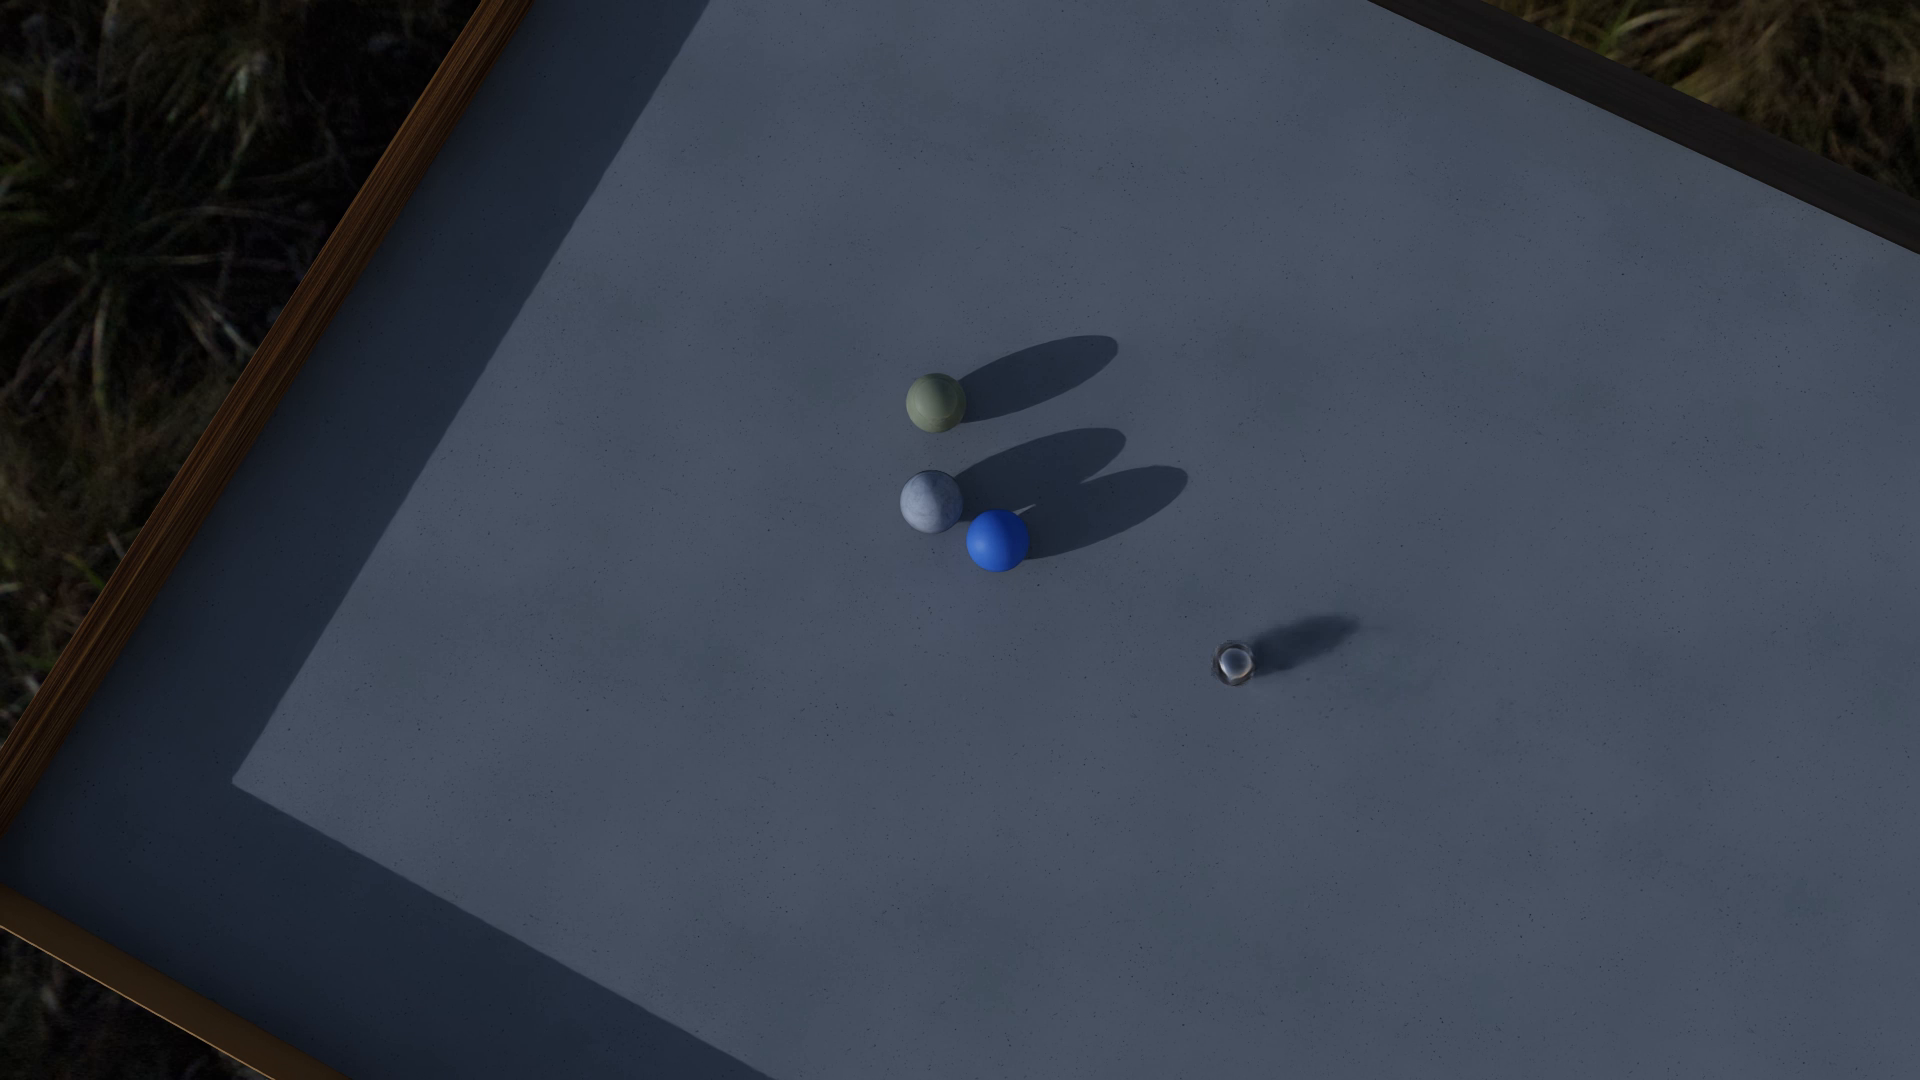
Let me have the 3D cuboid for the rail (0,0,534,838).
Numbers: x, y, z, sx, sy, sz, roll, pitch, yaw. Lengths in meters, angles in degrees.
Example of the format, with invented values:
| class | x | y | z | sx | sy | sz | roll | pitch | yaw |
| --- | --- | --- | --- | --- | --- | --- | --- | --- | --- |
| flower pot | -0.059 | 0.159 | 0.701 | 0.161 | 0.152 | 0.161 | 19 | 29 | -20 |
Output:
| class | x | y | z | sx | sy | sz | roll | pitch | yaw |
| --- | --- | --- | --- | --- | --- | --- | --- | --- | --- |
| rail | -0.929 | -0.474 | 3.445 | 0.045 | 0.128 | 2.299 | 27 | 77 | 7 |

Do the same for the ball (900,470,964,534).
| class | x | y | z | sx | sy | sz | roll | pitch | yaw |
| --- | --- | --- | --- | --- | --- | --- | --- | --- | --- |
| ball | -0.043 | -0.058 | 3.350 | 0.098 | 0.098 | 0.098 | 0 | 75 | 0 |

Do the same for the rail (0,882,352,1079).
| class | x | y | z | sx | sy | sz | roll | pitch | yaw |
| --- | --- | --- | --- | --- | --- | --- | --- | --- | --- |
| rail | 0.428 | 1.439 | 2.931 | 4.288 | 0.128 | 0.045 | 27 | 77 | 7 |

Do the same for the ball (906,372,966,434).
| class | x | y | z | sx | sy | sz | roll | pitch | yaw |
| --- | --- | --- | --- | --- | --- | --- | --- | --- | --- |
| ball | -0.037 | -0.211 | 3.393 | 0.094 | 0.094 | 0.094 | 0 | 75 | 0 |

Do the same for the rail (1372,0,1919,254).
| class | x | y | z | sx | sy | sz | roll | pitch | yaw |
| --- | --- | --- | --- | --- | --- | --- | --- | --- | --- |
| rail | 1.472 | -0.487 | 3.449 | 4.288 | 0.128 | 0.045 | 27 | 77 | 7 |

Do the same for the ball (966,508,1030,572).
| class | x | y | z | sx | sy | sz | roll | pitch | yaw |
| --- | --- | --- | --- | --- | --- | --- | --- | --- | --- |
| ball | 0.057 | 0.001 | 3.335 | 0.097 | 0.097 | 0.097 | 0 | 75 | 0 |

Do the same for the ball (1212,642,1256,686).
| class | x | y | z | sx | sy | sz | roll | pitch | yaw |
| --- | --- | --- | --- | --- | --- | --- | --- | --- | --- |
| ball | 0.412 | 0.187 | 3.300 | 0.066 | 0.066 | 0.066 | 0 | 75 | 0 |
